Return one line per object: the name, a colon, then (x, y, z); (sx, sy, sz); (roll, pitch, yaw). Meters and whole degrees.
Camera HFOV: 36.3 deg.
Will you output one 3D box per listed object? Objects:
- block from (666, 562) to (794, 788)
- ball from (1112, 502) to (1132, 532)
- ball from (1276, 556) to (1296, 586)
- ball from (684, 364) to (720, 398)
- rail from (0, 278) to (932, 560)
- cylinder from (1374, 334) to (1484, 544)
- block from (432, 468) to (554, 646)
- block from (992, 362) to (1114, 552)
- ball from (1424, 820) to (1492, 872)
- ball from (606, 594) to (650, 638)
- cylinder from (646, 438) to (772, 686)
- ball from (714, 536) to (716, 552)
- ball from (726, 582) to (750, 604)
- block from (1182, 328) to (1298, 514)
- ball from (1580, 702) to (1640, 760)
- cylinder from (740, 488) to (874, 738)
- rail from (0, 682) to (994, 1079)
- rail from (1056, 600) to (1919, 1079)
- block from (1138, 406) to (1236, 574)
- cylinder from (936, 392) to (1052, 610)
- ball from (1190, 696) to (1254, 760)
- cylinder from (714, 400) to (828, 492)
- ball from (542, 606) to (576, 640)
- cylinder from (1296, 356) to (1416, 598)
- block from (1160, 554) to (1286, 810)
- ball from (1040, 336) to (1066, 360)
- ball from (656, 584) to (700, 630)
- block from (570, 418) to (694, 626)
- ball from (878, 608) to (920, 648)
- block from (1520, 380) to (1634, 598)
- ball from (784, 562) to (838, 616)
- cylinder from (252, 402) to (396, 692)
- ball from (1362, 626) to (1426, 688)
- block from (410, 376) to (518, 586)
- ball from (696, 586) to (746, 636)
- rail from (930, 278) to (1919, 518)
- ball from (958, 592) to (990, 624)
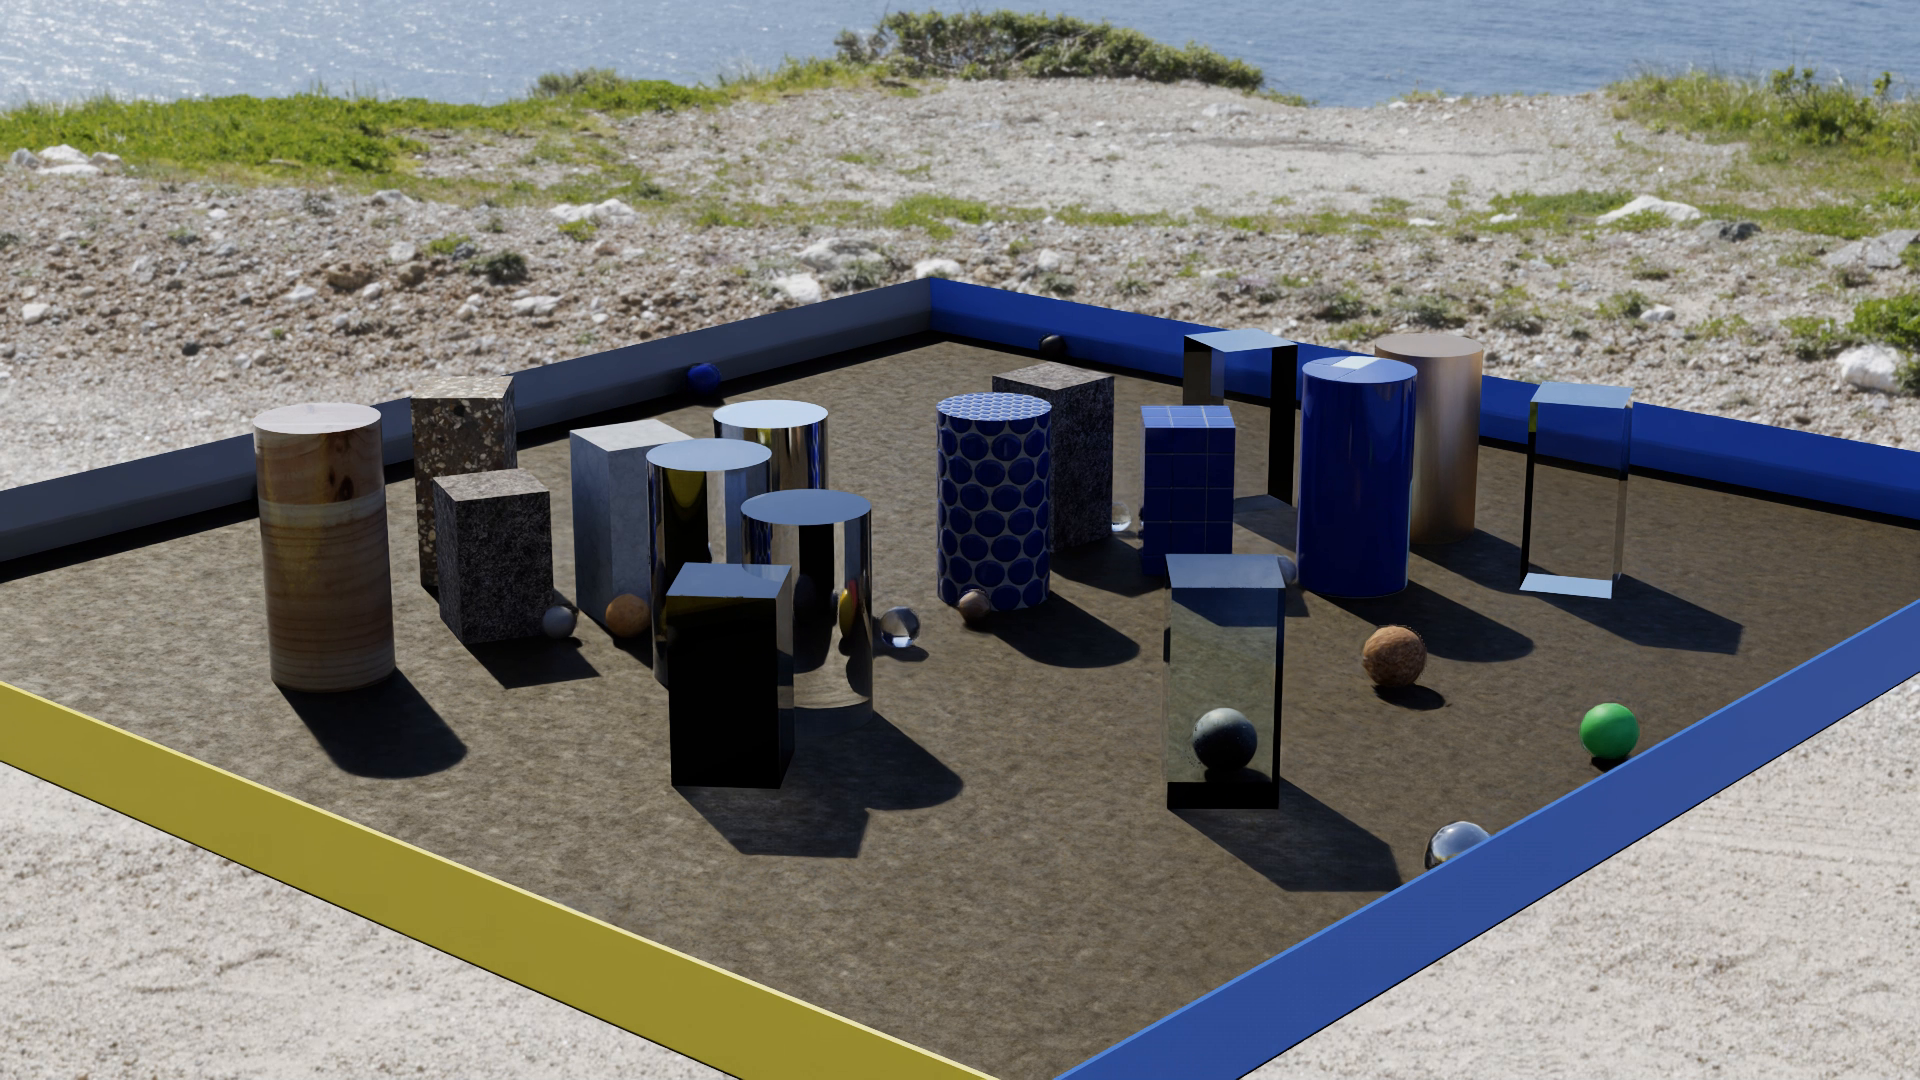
block: (-0.334, 0.197, 4.295); (0.159, 0.291, 0.159); (1, 17, 5)
ball: (0.295, -0.043, 5.503); (0.055, 0.055, 0.055); (0, 17, 0)
ball: (0.568, 0.054, 5.181); (0.054, 0.054, 0.054); (0, 17, 0)
ball: (-0.570, -0.351, 6.487); (0.076, 0.076, 0.076); (0, 17, 0)
rail: (-1.072, -0.236, 6.011); (0.045, 0.129, 3.100); (14, 22, 39)
cylinder: (0.867, -0.191, 5.471); (0.199, 0.355, 0.199); (0, 17, 0)
block: (-0.785, 0.026, 4.939); (0.159, 0.248, 0.159); (-7, 18, -22)
block: (0.172, -0.156, 5.439); (0.159, 0.307, 0.159); (16, 23, 43)
ball: (0.665, 0.421, 3.885); (0.098, 0.098, 0.098); (0, 17, 0)
ball: (-0.555, 0.127, 4.902); (0.075, 0.075, 0.075); (0, 17, 0)
cylinder: (-0.397, 0.039, 4.694); (0.199, 0.364, 0.199); (0, 17, 0)
ball: (-0.408, 0.008, 5.298); (0.075, 0.075, 0.075); (0, 17, 0)
ball: (-0.386, 0.097, 5.052); (0.047, 0.047, 0.047); (0, 17, 0)
block: (0.537, -0.230, 5.664); (0.159, 0.320, 0.159); (-8, 18, -24)
ball: (0.967, 0.285, 4.362); (0.085, 0.085, 0.085); (0, 17, 0)
cylinder: (-0.234, 0.110, 4.506); (0.199, 0.336, 0.199); (0, 17, 0)
rail: (-1.001, 0.365, 4.016); (2.888, 0.129, 0.045); (14, 22, 39)
rail: (1.072, 0.301, 4.228); (0.045, 0.129, 3.100); (14, 22, 39)
block: (0.407, -0.091, 5.284); (0.159, 0.272, 0.159); (0, 17, 0)
cylinder: (0.058, -0.068, 5.095); (0.199, 0.338, 0.199); (0, 17, 0)
ball: (0.391, 0.278, 4.365); (0.095, 0.095, 0.095); (0, 17, 0)
cylinder: (-0.328, -0.065, 5.116); (0.199, 0.320, 0.199); (0, 17, 0)
ball: (-0.670, 0.138, 4.900); (0.056, 0.056, 0.056); (0, 17, 0)
cylinder: (0.695, -0.112, 5.155); (0.199, 0.386, 0.199); (0, 17, 0)
block: (0.375, 0.202, 4.209); (0.159, 0.331, 0.159); (0, 17, 1)
ball: (0.219, -0.448, 6.837); (0.060, 0.060, 0.060); (0, 17, 0)
ball: (-0.476, 0.113, 4.950); (0.076, 0.076, 0.076); (0, 17, 0)
block: (-0.555, -0.028, 5.001); (0.159, 0.314, 0.159); (-10, 19, -29)
ball: (-0.101, 0.145, 4.855); (0.068, 0.068, 0.068); (0, 17, 0)
block: (1.086, -0.090, 5.162); (0.159, 0.341, 0.159); (6, 18, 18)
ball: (-0.255, 0.083, 5.020); (0.092, 0.092, 0.092); (0, 17, 0)
cylinder: (-1.014, 0.011, 4.684); (0.199, 0.424, 0.199); (0, 17, 0)
ball: (0.690, 0.187, 4.663); (0.099, 0.099, 0.099); (0, 17, 0)
block: (-0.876, -0.106, 5.214); (0.159, 0.341, 0.159); (0, 17, -1)
ball: (-0.400, 0.120, 4.912); (0.083, 0.083, 0.083); (0, 17, 0)
rail: (1.001, -0.300, 6.223); (2.888, 0.129, 0.045); (14, 22, 39)
ball: (0.024, 0.114, 4.982); (0.054, 0.054, 0.054); (0, 17, 0)
